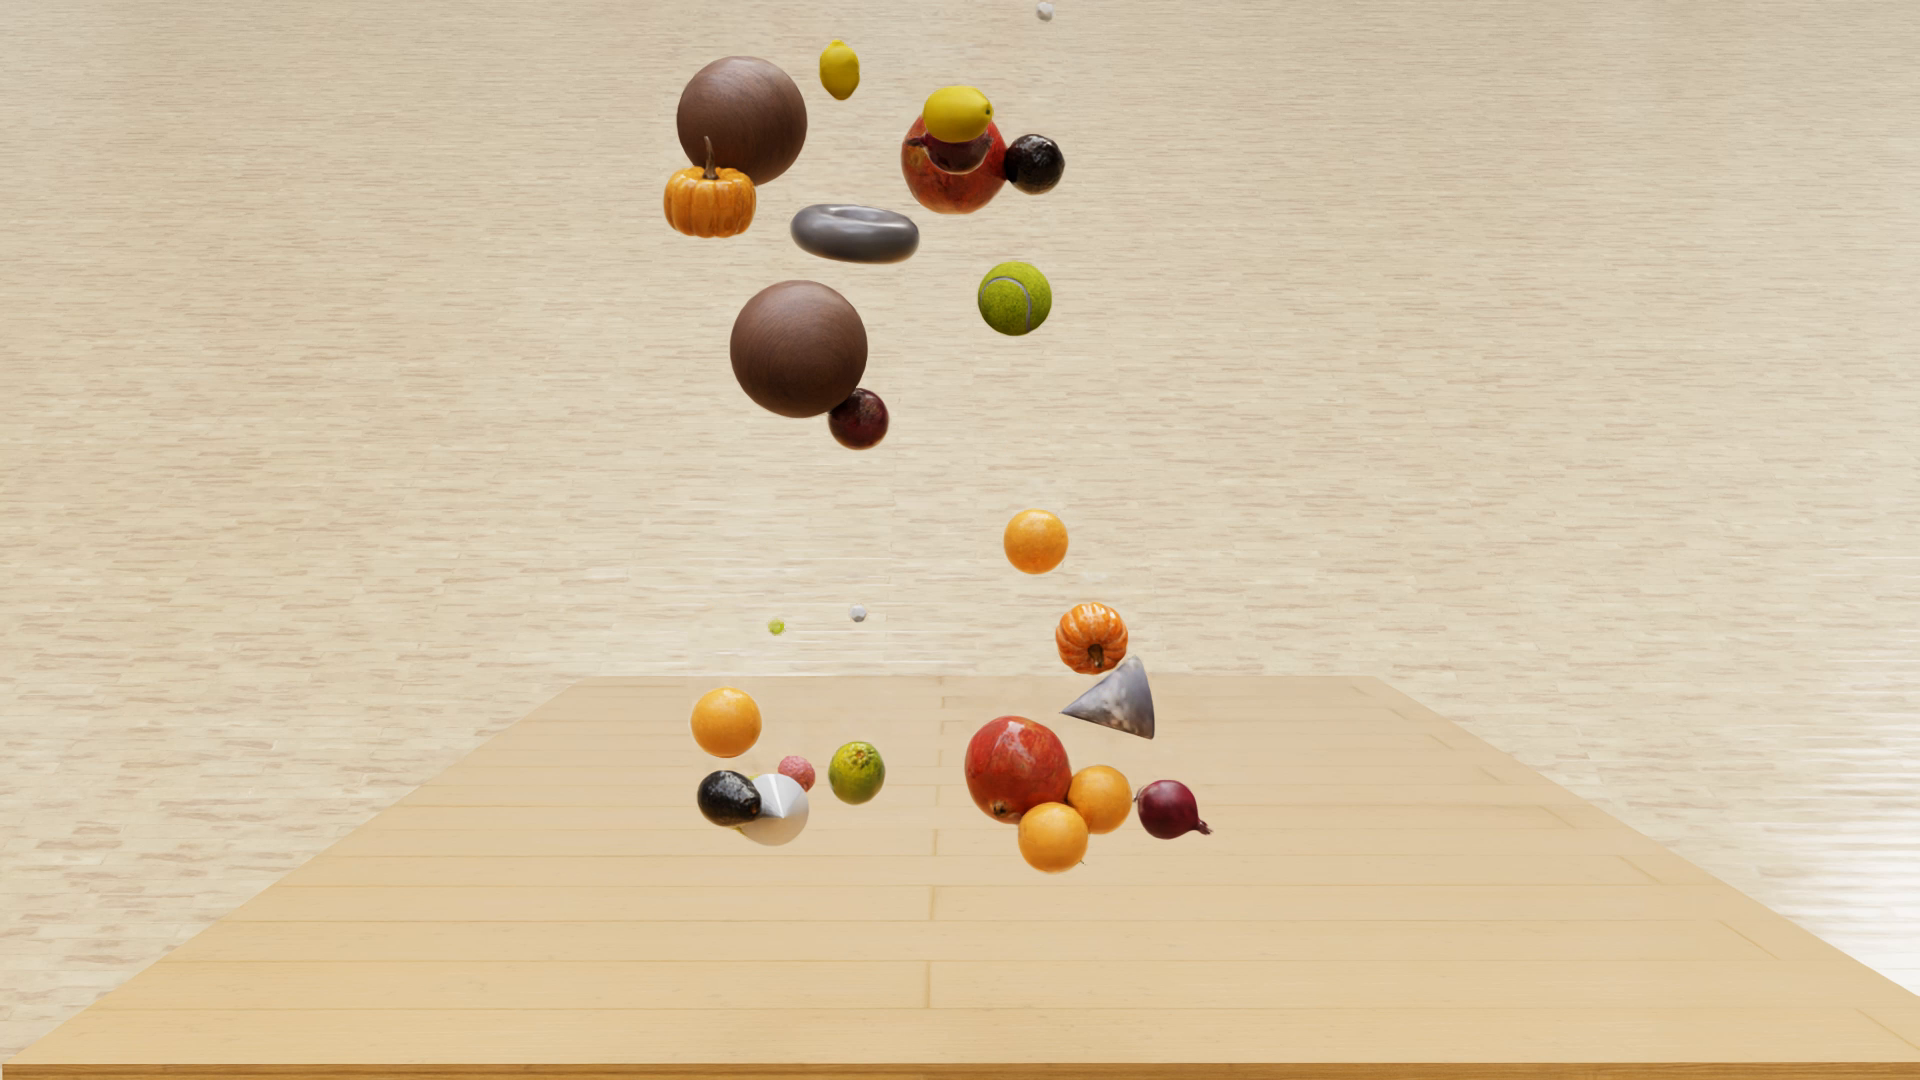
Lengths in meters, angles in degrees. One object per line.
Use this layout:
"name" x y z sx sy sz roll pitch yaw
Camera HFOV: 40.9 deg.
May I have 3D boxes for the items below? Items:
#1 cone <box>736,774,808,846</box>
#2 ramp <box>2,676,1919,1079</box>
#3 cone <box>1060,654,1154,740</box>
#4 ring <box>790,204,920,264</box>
"cone" -0.192 0.288 2.708 0.078 0.078 0.078 -5 1 -12
"ramp" 0.053 0.480 4.538 2.000 0.100 4.000 0 2 0
"cone" 0.146 0.171 2.668 0.090 0.090 0.090 -10 24 -8
"ring" -0.101 -0.294 2.473 0.126 0.042 0.126 6 16 -2
